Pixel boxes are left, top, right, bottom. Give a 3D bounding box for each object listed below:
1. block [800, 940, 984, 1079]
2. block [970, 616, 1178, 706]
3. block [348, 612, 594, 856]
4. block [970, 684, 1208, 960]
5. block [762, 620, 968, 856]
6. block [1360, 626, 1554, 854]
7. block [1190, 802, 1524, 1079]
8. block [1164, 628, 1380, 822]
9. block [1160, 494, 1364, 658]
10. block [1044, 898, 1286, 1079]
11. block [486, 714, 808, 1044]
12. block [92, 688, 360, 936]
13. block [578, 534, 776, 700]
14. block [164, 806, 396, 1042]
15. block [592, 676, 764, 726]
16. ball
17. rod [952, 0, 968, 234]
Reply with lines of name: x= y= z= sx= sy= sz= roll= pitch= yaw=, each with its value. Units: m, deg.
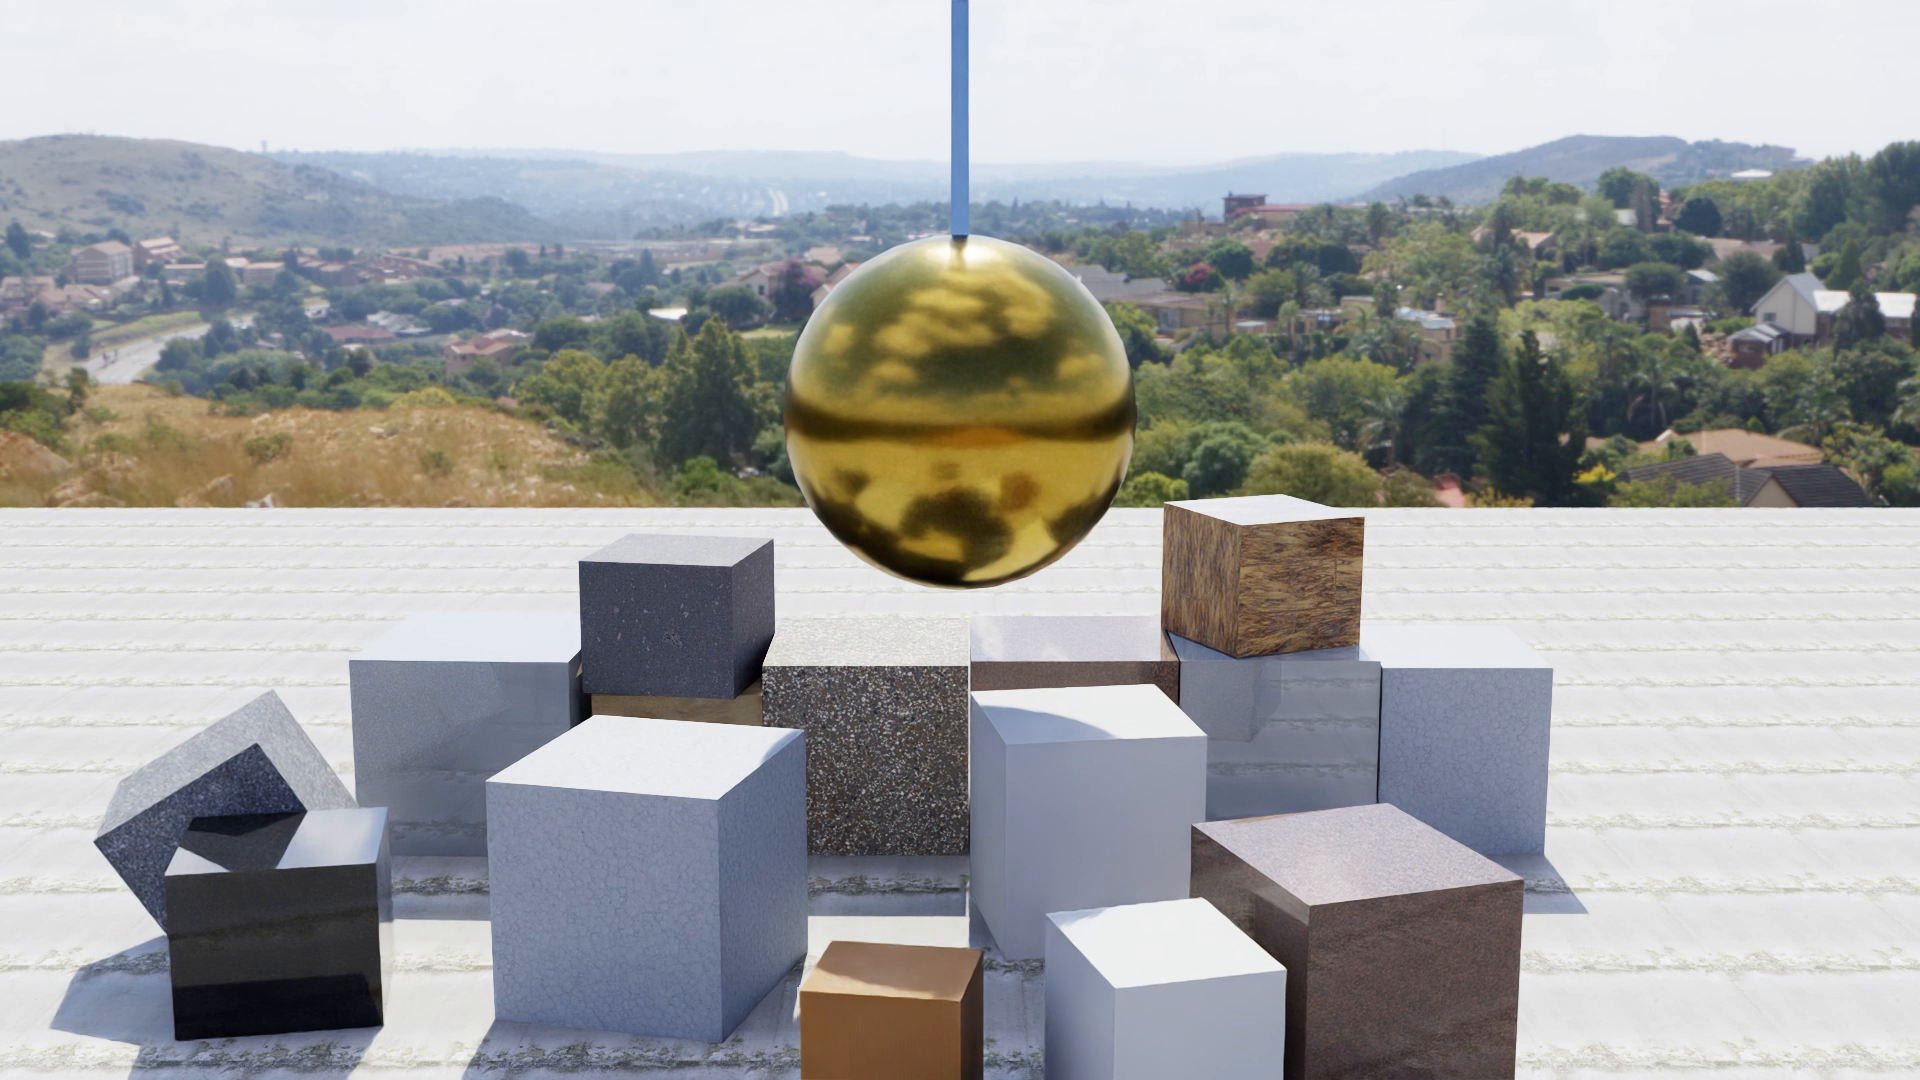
block: x=-0.236 y=1.822 z=7.919 sx=0.569 sy=0.581 sz=0.501 roll=2 pitch=10 yaw=10
block: x=0.561 y=0.987 z=11.368 sx=1.016 sy=0.990 sz=1.038 roll=0 pitch=10 yaw=0
block: x=-2.425 y=0.981 z=11.383 sx=1.083 sy=0.997 sz=1.126 roll=0 pitch=10 yaw=3
block: x=0.558 y=1.253 z=9.966 sx=0.883 sy=0.970 sz=0.920 roll=-2 pitch=10 yaw=-9
block: x=-0.461 y=1.000 z=11.360 sx=1.010 sy=0.968 sz=1.037 roll=0 pitch=10 yaw=0
block: x=2.494 y=1.010 z=11.344 sx=0.834 sy=0.954 sz=0.963 roll=0 pitch=10 yaw=0
block: x=1.462 y=1.597 z=8.291 sx=0.861 sy=0.890 sz=0.974 roll=-3 pitch=11 yaw=-19
block: x=1.575 y=0.993 z=11.353 sx=0.985 sy=0.984 sz=0.946 roll=0 pitch=10 yaw=0
block: x=1.541 y=0.168 z=11.274 sx=0.724 sy=0.661 sz=0.757 roll=-4 pitch=11 yaw=-24
block: x=0.712 y=1.768 z=7.828 sx=0.619 sy=0.720 sz=0.749 roll=-3 pitch=11 yaw=-16
block: x=-1.275 y=1.378 z=9.193 sx=0.981 sy=0.999 sz=1.055 roll=3 pitch=11 yaw=15
block: x=-3.203 y=1.253 z=9.693 sx=0.796 sy=0.703 sz=0.711 roll=-31 pitch=19 yaw=-2
block: x=-1.419 y=0.374 z=11.158 sx=0.779 sy=0.665 sz=0.779 roll=2 pitch=10 yaw=10
block: x=-2.775 y=1.563 z=9.056 sx=0.798 sy=0.686 sz=0.759 roll=-2 pitch=10 yaw=-11
block: x=-1.397 y=1.082 z=11.369 sx=0.843 sy=0.804 sz=0.914 roll=0 pitch=10 yaw=0
ball: x=0.000 y=-0.572 z=9.924 sx=1.600 sy=1.600 sz=1.600 roll=0 pitch=10 yaw=0
rod: x=0.000 y=-3.972 z=9.959 sx=0.080 sy=5.200 sz=0.080 roll=0 pitch=-1 yaw=0
